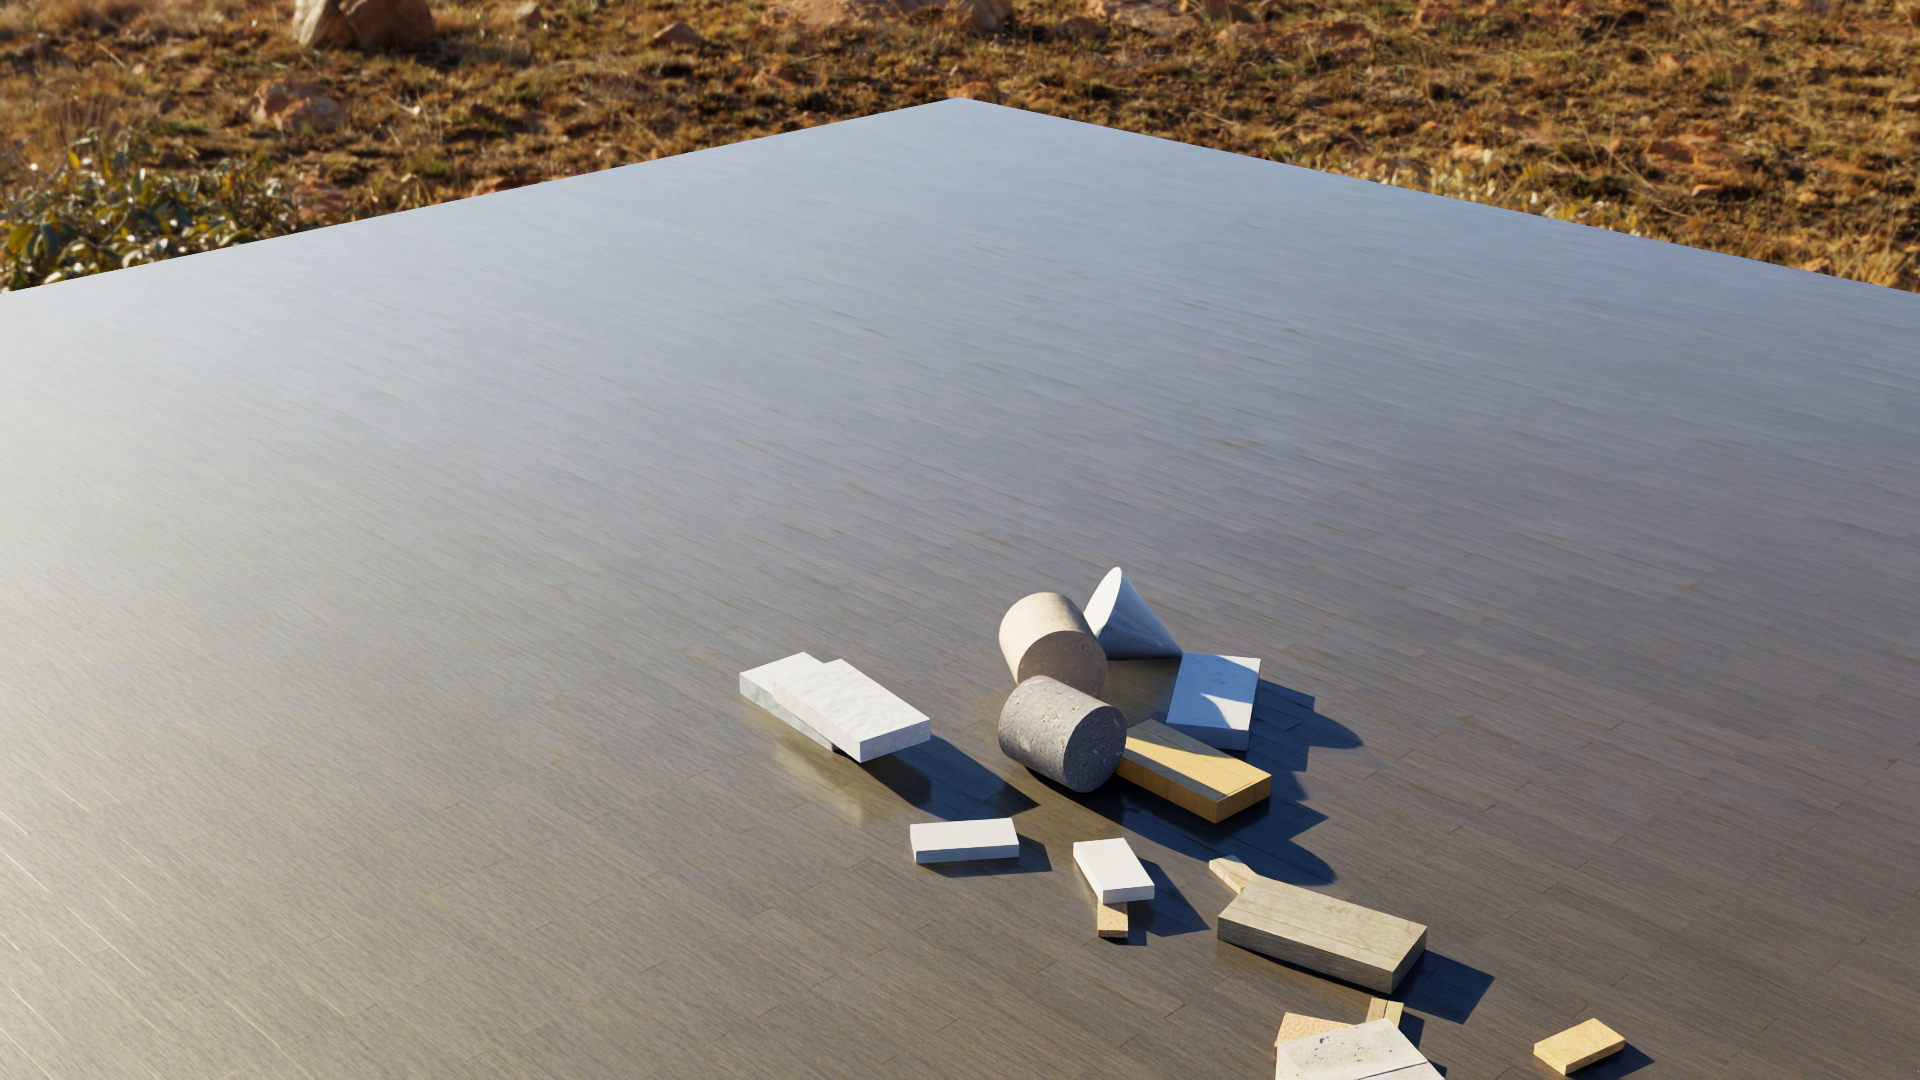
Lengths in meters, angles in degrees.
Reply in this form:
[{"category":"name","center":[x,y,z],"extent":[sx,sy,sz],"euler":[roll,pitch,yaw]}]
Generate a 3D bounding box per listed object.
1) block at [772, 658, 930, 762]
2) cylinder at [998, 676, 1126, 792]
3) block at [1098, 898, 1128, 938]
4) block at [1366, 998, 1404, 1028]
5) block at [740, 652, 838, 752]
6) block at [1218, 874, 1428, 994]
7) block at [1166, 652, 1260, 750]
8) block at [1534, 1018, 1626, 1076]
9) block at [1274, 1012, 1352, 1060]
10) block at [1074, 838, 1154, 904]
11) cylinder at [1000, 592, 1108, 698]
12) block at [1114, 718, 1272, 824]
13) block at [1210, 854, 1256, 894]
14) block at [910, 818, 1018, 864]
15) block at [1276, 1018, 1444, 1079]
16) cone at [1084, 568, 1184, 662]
[{"category":"block","center":[-0.235,0.363,4.715],"extent":[0.175,0.050,0.351],"euler":[-15,27,-32]},{"category":"cylinder","center":[0.213,0.402,4.571],"extent":[0.190,0.190,0.190],"euler":[-20,30,-39]},{"category":"block","center":[0.284,0.701,4.088],"extent":[0.054,0.015,0.109],"euler":[1,23,3]},{"category":"block","center":[0.728,0.830,3.786],"extent":[0.054,0.015,0.109],"euler":[7,24,17]},{"category":"block","center":[-0.316,0.354,4.863],"extent":[0.176,0.050,0.351],"euler":[-17,29,-35]},{"category":"block","center":[0.660,0.716,4.012],"extent":[0.337,0.048,0.169],"euler":[14,27,29]},{"category":"block","center":[0.562,0.354,4.864],"extent":[0.175,0.050,0.351],"euler":[5,23,11]},{"category":"block","center":[1.047,0.856,3.718],"extent":[0.140,0.020,0.070],"euler":[-14,27,-29]},{"category":"block","center":[0.639,0.856,3.708],"extent":[0.202,0.029,0.101],"euler":[7,24,17]},{"category":"block","center":[0.294,0.632,4.211],"extent":[0.101,0.029,0.202],"euler":[-4,19,-12]},{"category":"cylinder","center":[0.207,0.251,4.910],"extent":[0.203,0.203,0.203],"euler":[-4,23,-9]},{"category":"block","center":[0.462,0.477,4.576],"extent":[0.169,0.048,0.337],"euler":[-20,30,-38]},{"category":"block","center":[0.532,0.643,4.226],"extent":[0.054,0.015,0.109],"euler":[-11,25,-24]},{"category":"block","center":[0.008,0.592,4.329],"extent":[0.203,0.029,0.101],"euler":[-3,23,-7]},{"category":"block","center":[0.619,0.894,3.404],"extent":[0.194,0.194,0.194],"euler":[-8,24,-19]},{"category":"cone","center":[0.422,0.223,5.096],"extent":[0.242,0.242,0.242],"euler":[25,21,-9]}]
